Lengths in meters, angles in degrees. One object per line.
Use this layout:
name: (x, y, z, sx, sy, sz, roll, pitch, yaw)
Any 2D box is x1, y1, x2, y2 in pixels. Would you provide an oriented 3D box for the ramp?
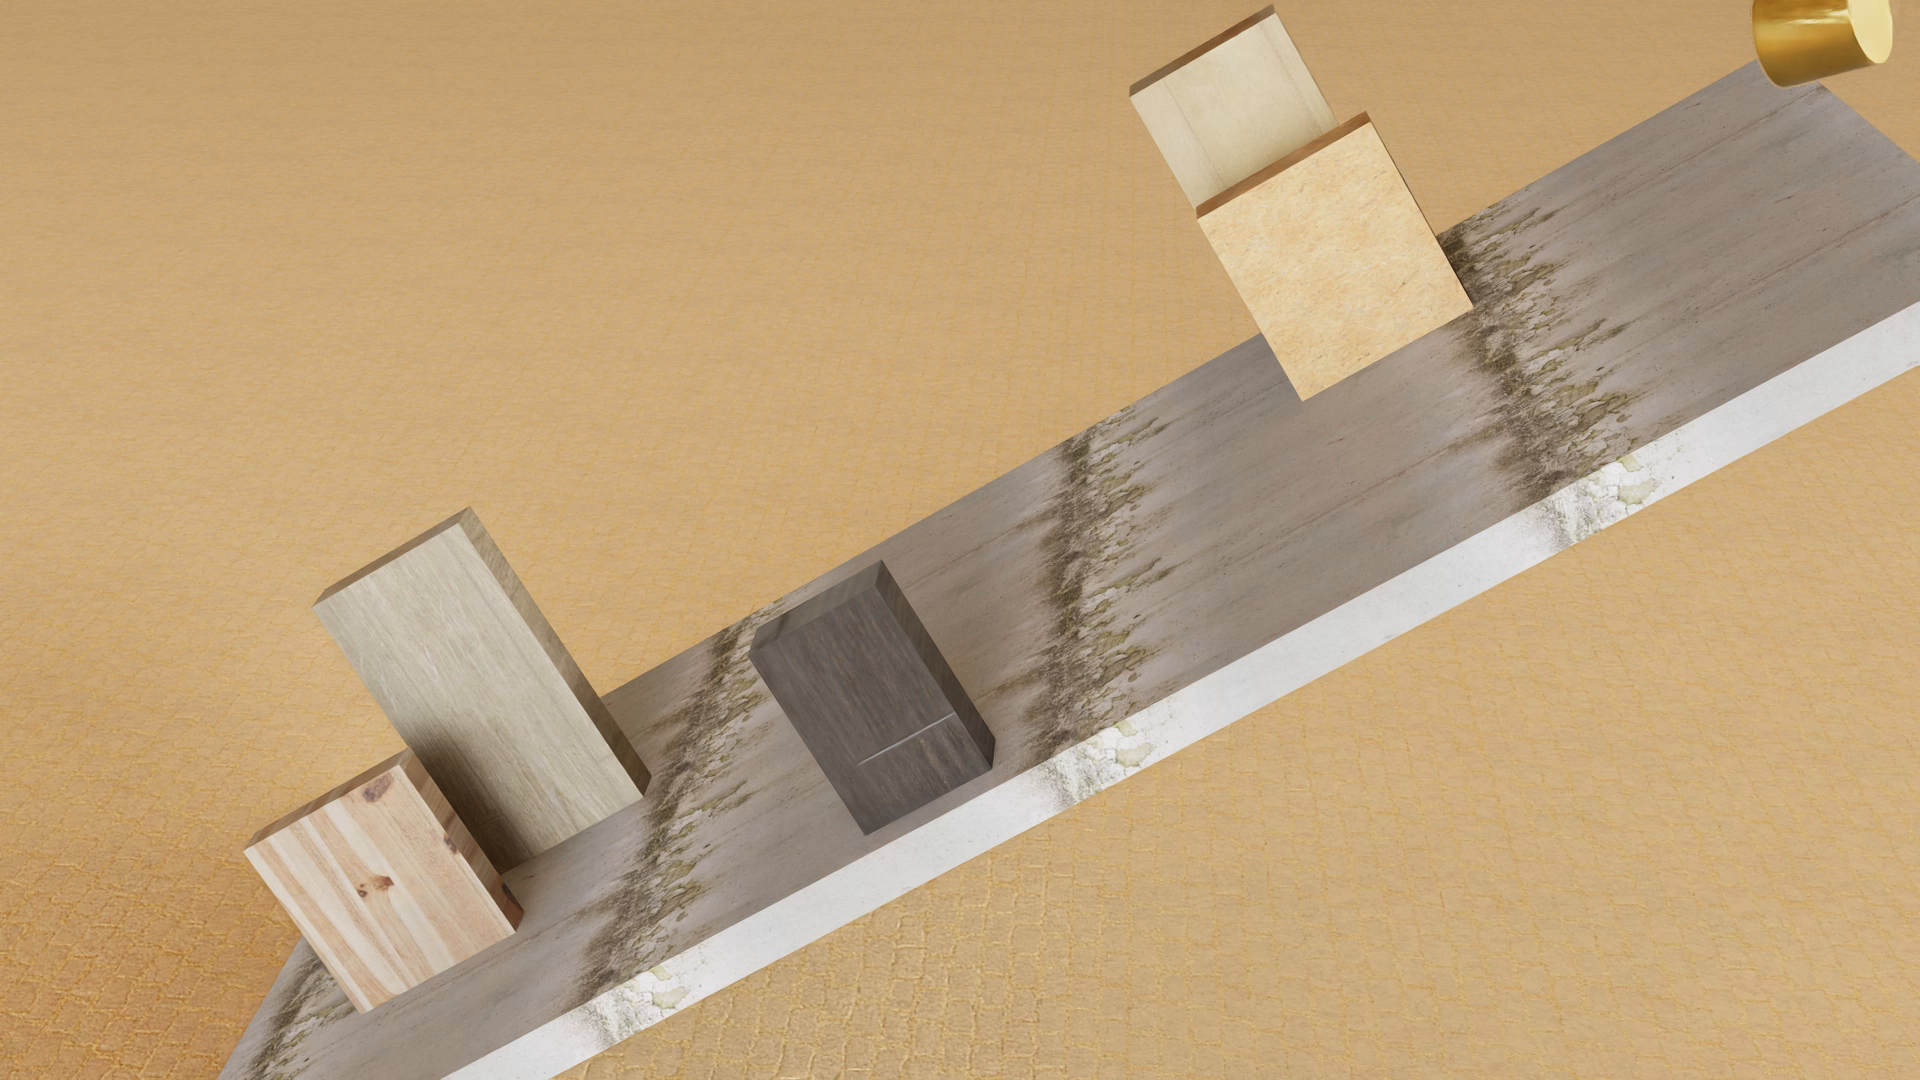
ramp: (0.142, 0.168, 6.286, 4.000, 0.100, 2.000, -29, 15, 12)

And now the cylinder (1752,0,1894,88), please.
cylinder: (1.603, -0.956, 5.468, 0.189, 0.189, 0.189, -10, 8, 41)

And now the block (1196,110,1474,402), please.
block: (0.807, -0.611, 6.350, 0.418, 0.465, 0.129, -29, 15, 12)

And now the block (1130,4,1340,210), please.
block: (0.727, -0.832, 6.784, 0.377, 0.691, 0.144, -29, 15, 12)

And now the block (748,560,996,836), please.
block: (-0.161, 0.294, 5.467, 0.274, 0.415, 0.143, -29, 15, 12)

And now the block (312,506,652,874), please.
block: (-1.051, 0.338, 6.500, 0.390, 0.737, 0.120, -29, 15, 12)

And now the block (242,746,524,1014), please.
block: (-1.207, 0.718, 6.175, 0.397, 0.437, 0.096, -29, 15, 12)
